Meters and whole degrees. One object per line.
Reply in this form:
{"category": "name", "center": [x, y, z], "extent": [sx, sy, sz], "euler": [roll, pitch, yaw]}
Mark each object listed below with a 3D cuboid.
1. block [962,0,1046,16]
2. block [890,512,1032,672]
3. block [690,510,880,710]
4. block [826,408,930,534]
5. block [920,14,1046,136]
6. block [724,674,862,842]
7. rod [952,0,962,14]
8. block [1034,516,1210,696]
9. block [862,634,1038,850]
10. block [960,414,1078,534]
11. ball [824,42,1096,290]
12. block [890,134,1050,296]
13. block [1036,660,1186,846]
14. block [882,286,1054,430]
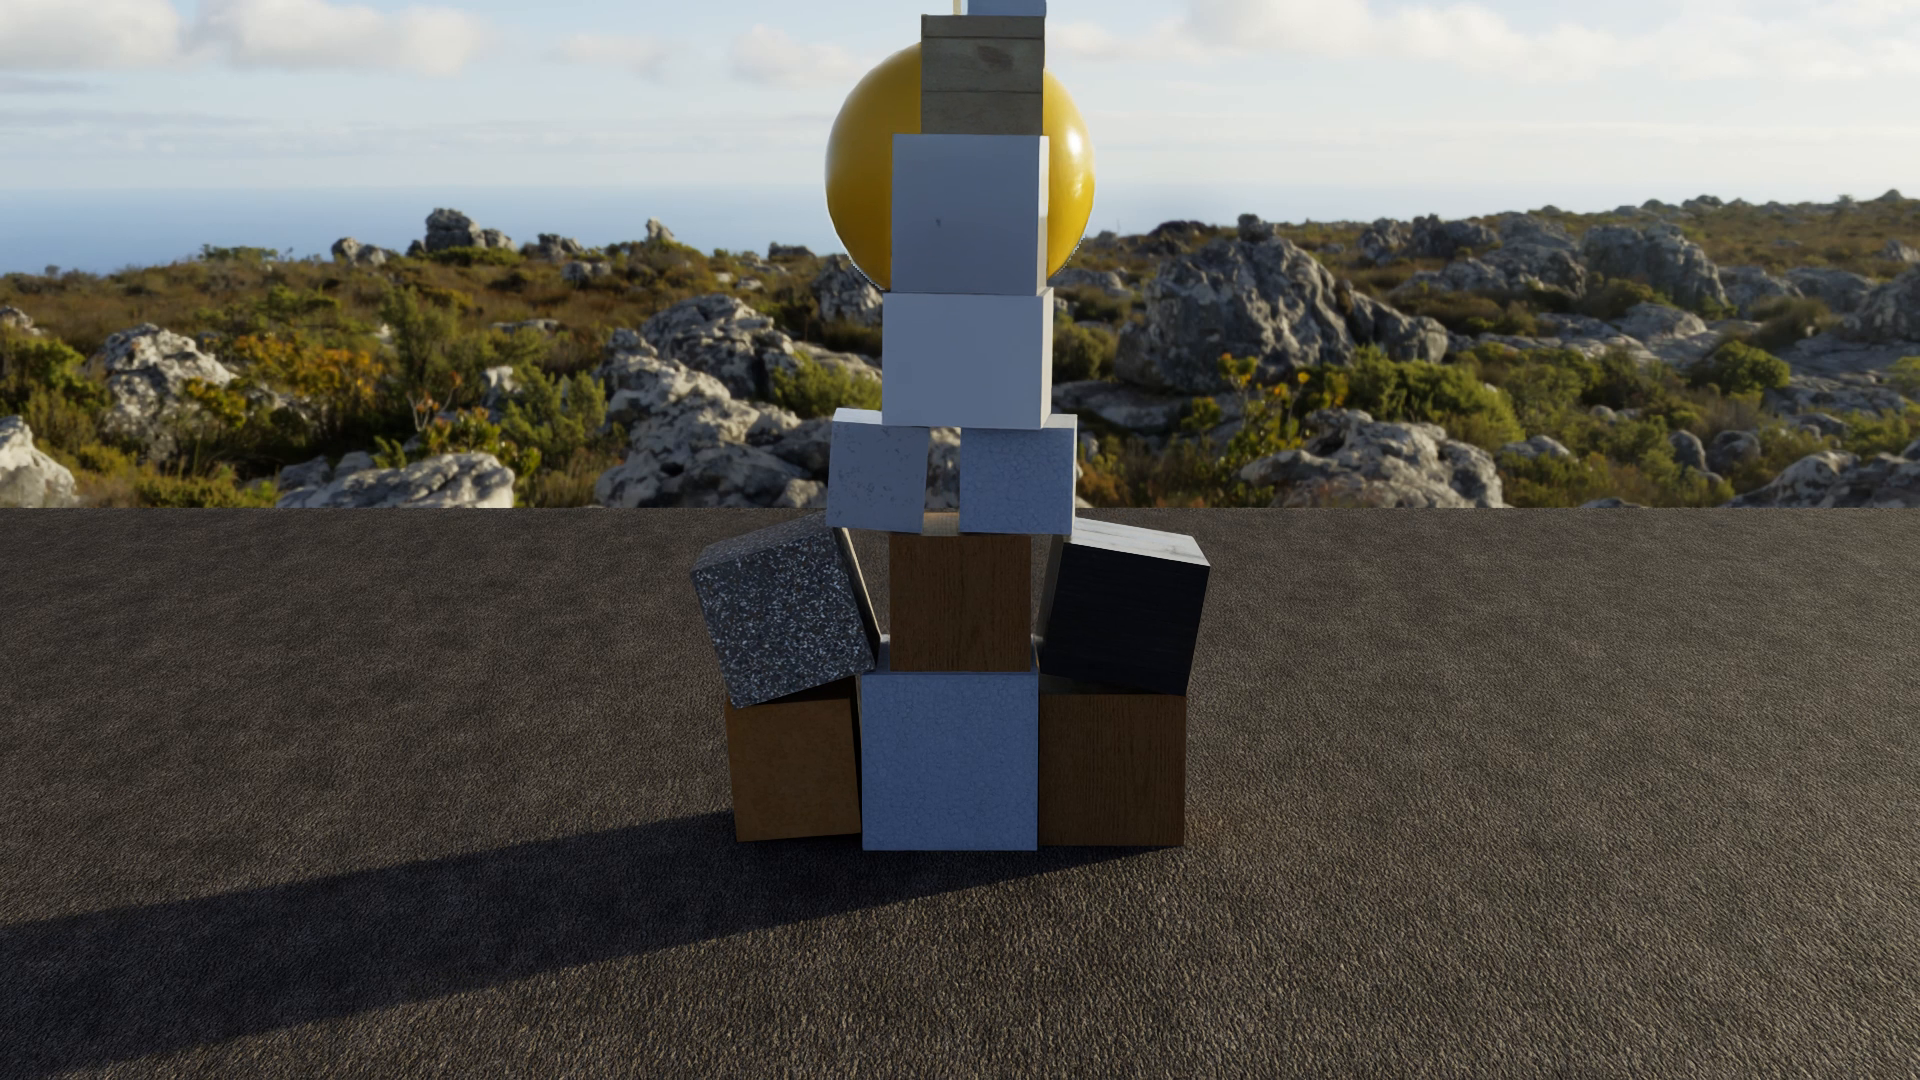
{"category": "block", "center": [0.214, -2.739, 10.672], "extent": [0.378, 0.411, 0.416], "euler": [0, 10, -4]}
{"category": "block", "center": [0.004, 0.256, 11.216], "extent": [0.698, 0.684, 0.697], "euler": [0, 10, 0]}
{"category": "block", "center": [-0.876, 0.333, 11.229], "extent": [0.740, 0.730, 0.736], "euler": [-17, 10, 3]}
{"category": "block", "center": [-0.410, -0.357, 11.096], "extent": [0.481, 0.527, 0.527], "euler": [4, 10, -1]}
{"category": "block", "center": [0.118, -2.267, 10.772], "extent": [0.584, 0.556, 0.631], "euler": [1, 10, 2]}
{"category": "block", "center": [-0.843, 1.108, 11.377], "extent": [0.633, 0.704, 0.596], "euler": [-4, 10, 0]}
{"category": "rod", "center": [0.000, -5.066, 11.173], "extent": [0.080, 5.200, 0.080], "euler": [0, 31, 0]}
{"category": "block", "center": [0.812, 0.321, 11.239], "extent": [0.729, 0.670, 0.825], "euler": [9, 10, -2]}
{"category": "block", "center": [-0.050, 1.030, 11.387], "extent": [0.874, 0.900, 0.921], "euler": [0, 10, 0]}
{"category": "block", "center": [0.299, -0.343, 11.107], "extent": [0.559, 0.532, 0.536], "euler": [2, 10, 4]}
{"category": "ball", "center": [0.000, -2.138, 12.900], "extent": [1.600, 1.600, 1.600], "euler": [0, 10, 0]}
{"category": "block", "center": [0.059, -1.617, 10.875], "extent": [0.708, 0.760, 0.670], "euler": [2, 10, 6]}
{"category": "block", "center": [0.763, 1.089, 11.384], "extent": [0.732, 0.783, 0.739], "euler": [0, 10, 0]}
{"category": "block", "center": [0.049, -0.931, 11.025], "extent": [0.781, 0.645, 0.741], "euler": [2, 10, 6]}
